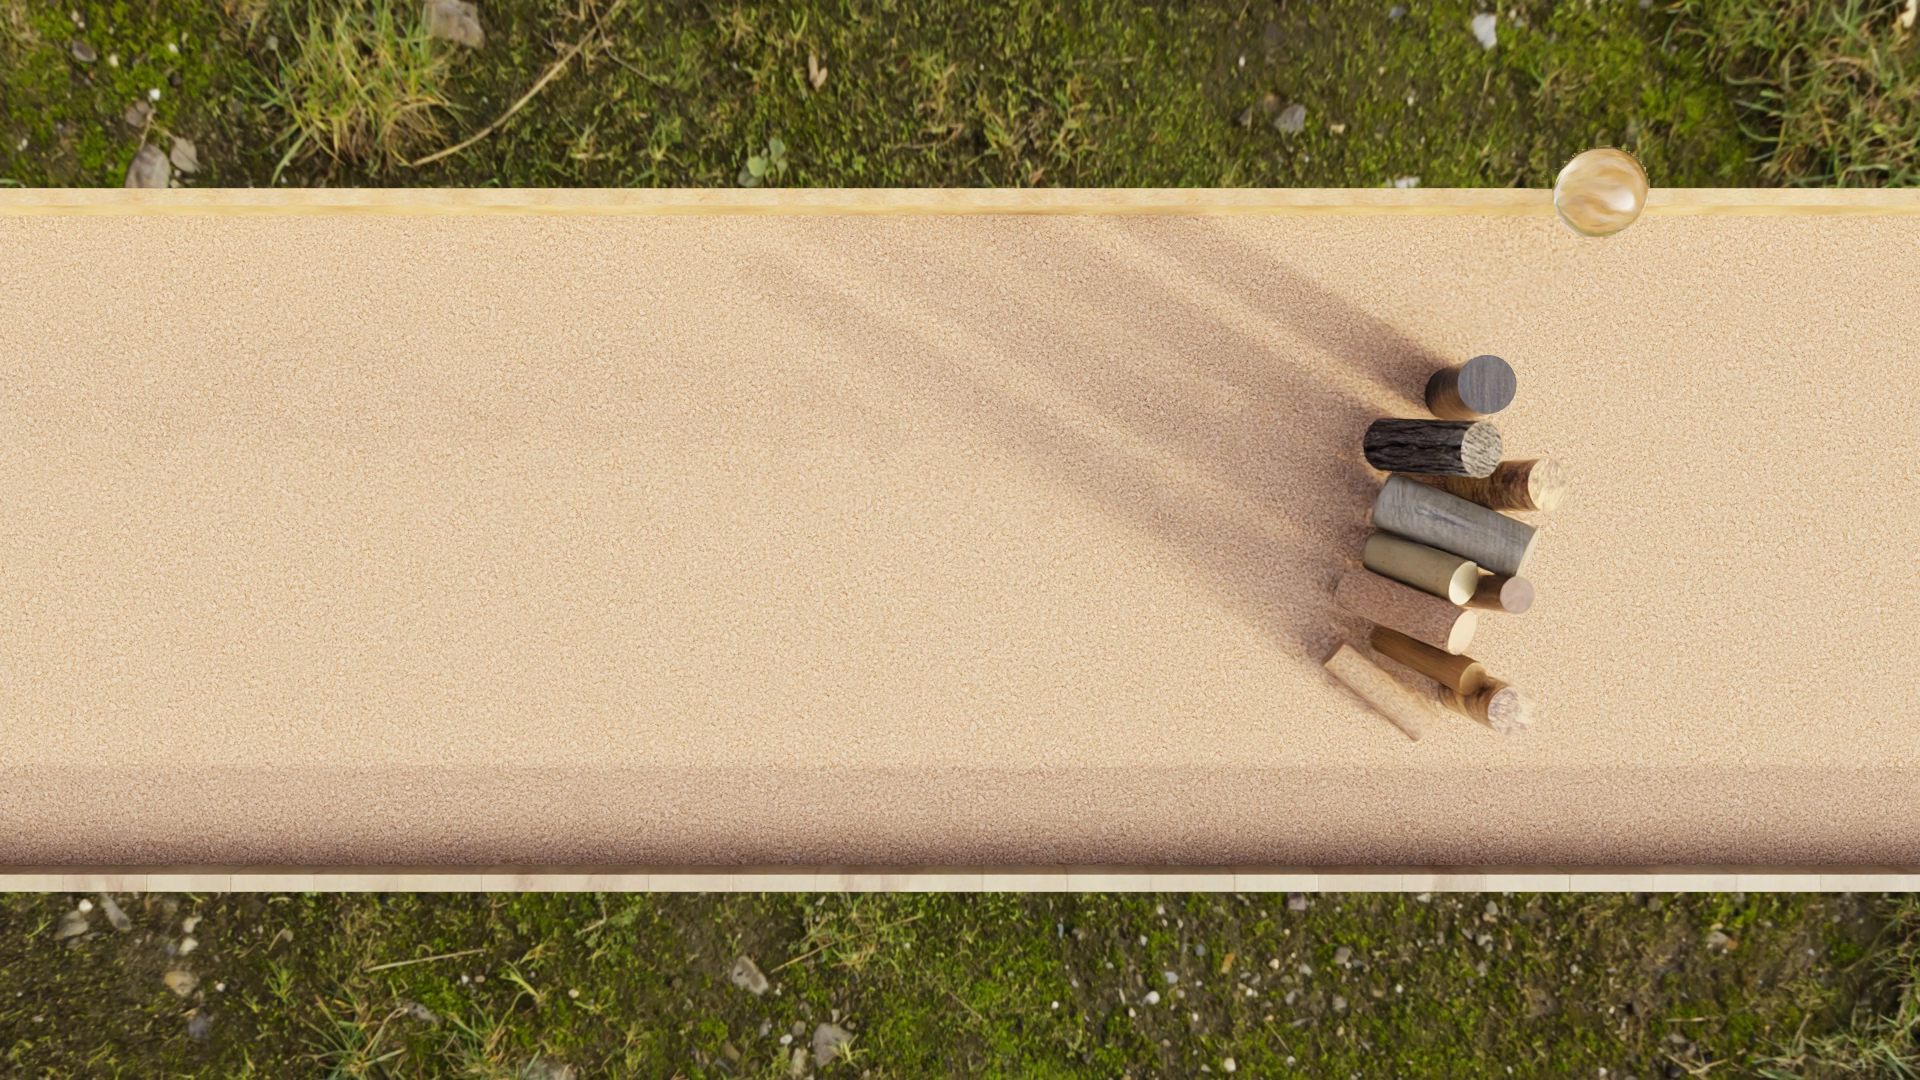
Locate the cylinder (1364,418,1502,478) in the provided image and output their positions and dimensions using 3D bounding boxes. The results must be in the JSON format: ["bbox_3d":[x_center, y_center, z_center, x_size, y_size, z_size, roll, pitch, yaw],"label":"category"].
[{"bbox_3d":[1.389,-0.274,4.865,0.162,0.396,0.162,-3,97,-29],"label":"cylinder"}]

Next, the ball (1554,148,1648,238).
[{"bbox_3d":[1.860,-1.008,4.791,0.256,0.256,0.256,0,90,0],"label":"ball"}]

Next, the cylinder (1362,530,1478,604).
[{"bbox_3d":[1.367,0.079,4.909,0.132,0.328,0.132,-14,114,-33],"label":"cylinder"}]

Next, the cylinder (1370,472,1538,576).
[{"bbox_3d":[1.470,-0.041,4.914,0.448,0.171,0.171,24,90,22],"label":"cylinder"}]

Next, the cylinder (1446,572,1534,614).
[{"bbox_3d":[1.551,0.152,4.884,0.106,0.371,0.106,0,92,-12],"label":"cylinder"}]

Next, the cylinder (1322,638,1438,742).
[{"bbox_3d":[1.278,0.455,5.023,0.364,0.107,0.107,40,90,0],"label":"cylinder"}]

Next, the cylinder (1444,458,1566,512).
[{"bbox_3d":[1.613,-0.160,4.894,0.152,0.332,0.152,0,90,-28],"label":"cylinder"}]

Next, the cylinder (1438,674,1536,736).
[{"bbox_3d":[1.552,0.471,4.876,0.141,0.387,0.141,0,94,-5],"label":"cylinder"}]

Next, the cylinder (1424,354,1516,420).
[{"bbox_3d":[1.516,-0.448,4.910,0.171,0.334,0.171,0,90,0],"label":"cylinder"}]

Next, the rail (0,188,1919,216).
[{"bbox_3d":[-2.247,-1.025,5.002,12.000,0.150,0.050,0,90,0],"label":"rail"}]

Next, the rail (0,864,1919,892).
[{"bbox_3d":[-2.247,1.025,5.001,12.000,0.150,0.050,0,90,0],"label":"rail"}]

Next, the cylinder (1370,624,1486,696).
[{"bbox_3d":[1.387,0.346,4.898,0.104,0.363,0.104,-11,113,-28],"label":"cylinder"}]

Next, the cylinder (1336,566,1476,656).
[{"bbox_3d":[1.319,0.206,4.893,0.394,0.137,0.137,26,90,43],"label":"cylinder"}]
